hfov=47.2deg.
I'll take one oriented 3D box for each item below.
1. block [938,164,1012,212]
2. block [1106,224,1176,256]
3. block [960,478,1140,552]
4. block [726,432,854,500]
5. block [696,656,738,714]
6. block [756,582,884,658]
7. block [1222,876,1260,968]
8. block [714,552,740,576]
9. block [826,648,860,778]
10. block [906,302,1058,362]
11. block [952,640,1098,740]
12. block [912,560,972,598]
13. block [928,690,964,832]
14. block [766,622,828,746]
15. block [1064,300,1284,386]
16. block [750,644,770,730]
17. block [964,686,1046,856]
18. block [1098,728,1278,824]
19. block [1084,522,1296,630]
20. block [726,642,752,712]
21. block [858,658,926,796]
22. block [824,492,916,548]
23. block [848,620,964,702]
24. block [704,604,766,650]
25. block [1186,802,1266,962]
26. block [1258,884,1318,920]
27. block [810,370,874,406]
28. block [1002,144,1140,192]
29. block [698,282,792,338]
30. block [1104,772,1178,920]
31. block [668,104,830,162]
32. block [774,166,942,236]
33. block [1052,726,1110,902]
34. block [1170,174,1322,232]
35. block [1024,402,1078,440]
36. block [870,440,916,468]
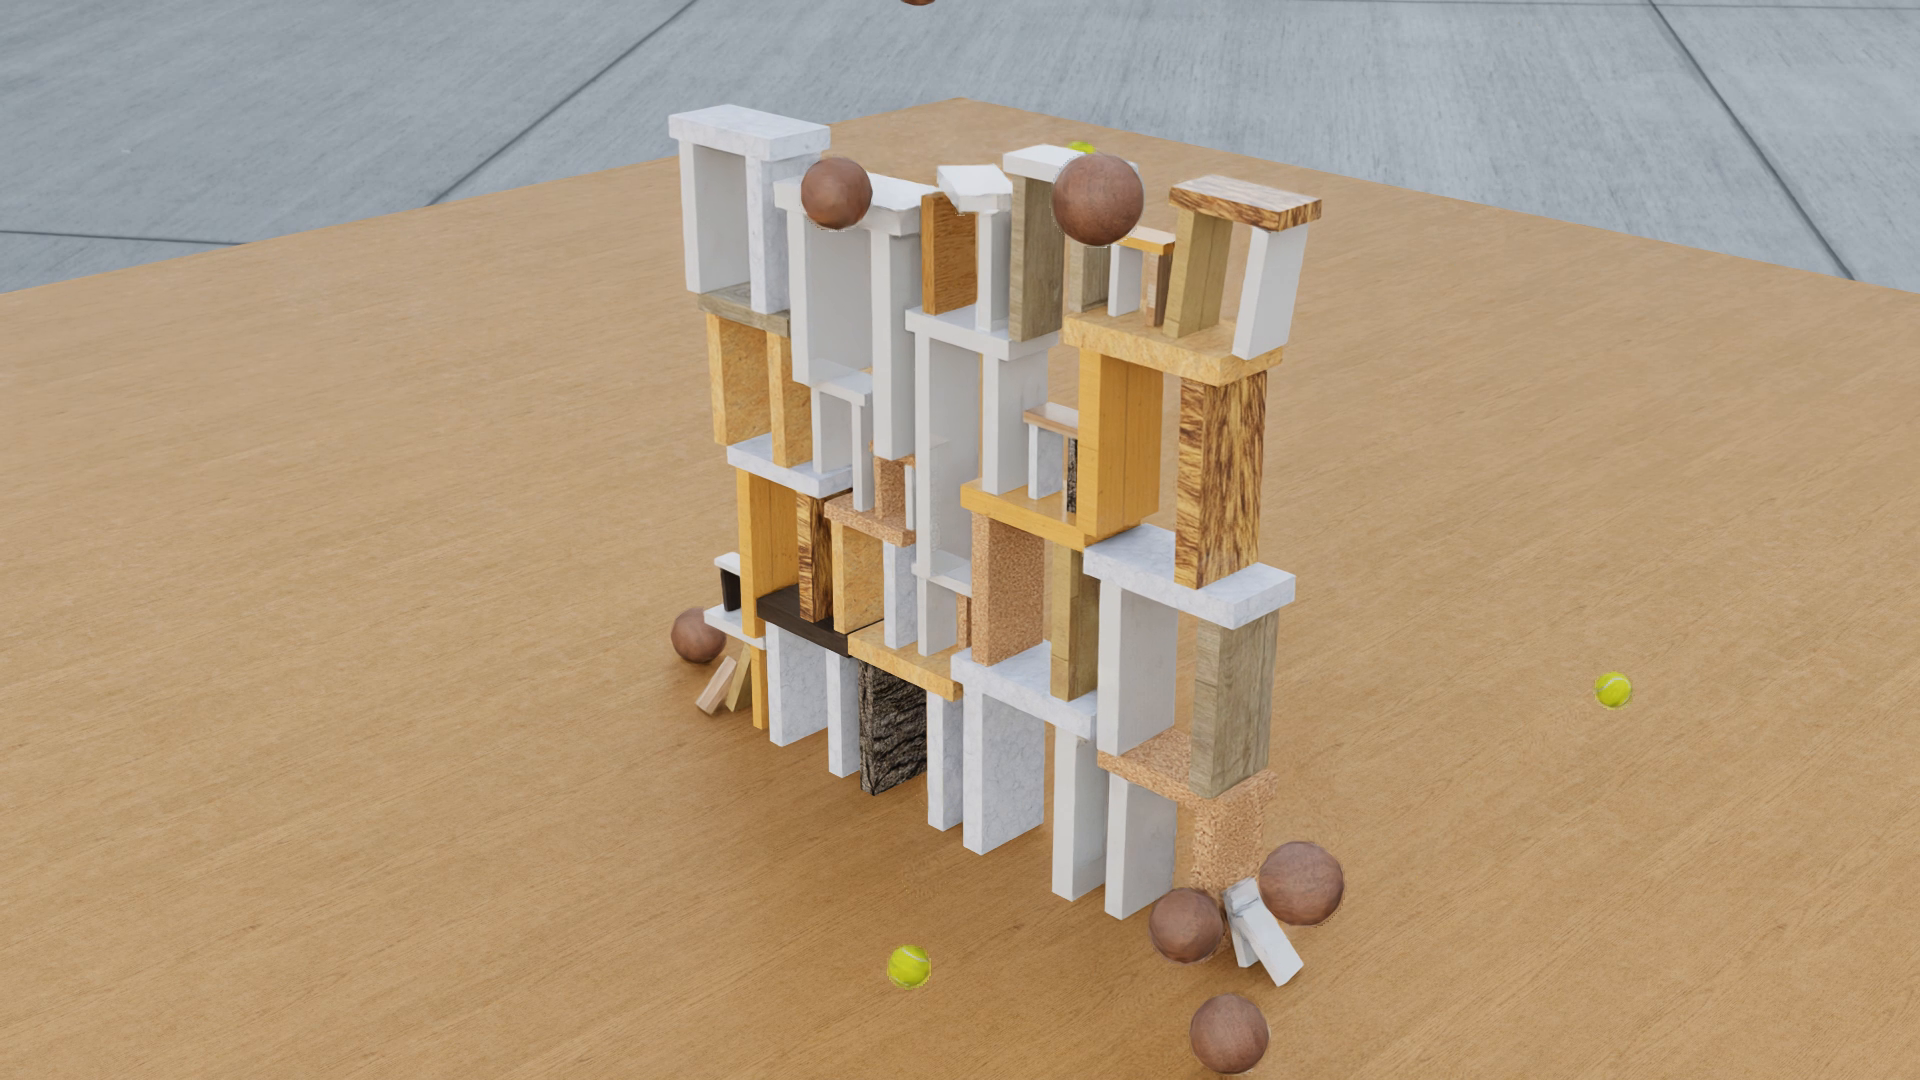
[{"bbox_3d":[0.032,-0.632,3.947,0.108,0.031,0.217,-4,23,-10],"label":"block"},{"bbox_3d":[0.313,-0.502,3.675,0.063,0.018,0.126,-21,30,-39],"label":"block"},{"bbox_3d":[0.164,-0.061,4.024,0.153,0.043,0.307,-21,31,-41],"label":"block"},{"bbox_3d":[-0.333,-0.159,4.523,0.283,0.040,0.141,21,31,40],"label":"block"},{"bbox_3d":[-0.532,0.320,4.860,0.018,0.128,0.064,37,-5,-28],"label":"block"},{"bbox_3d":[-0.277,0.163,4.592,0.286,0.041,0.143,21,31,41],"label":"block"},{"bbox_3d":[0.517,0.688,3.958,0.072,0.143,0.020,-21,11,-40],"label":"block"},{"bbox_3d":[-0.478,0.055,4.761,0.105,0.015,0.053,22,31,39],"label":"block"},{"bbox_3d":[-0.210,0.340,4.594,0.041,0.286,0.143,21,31,41],"label":"block"},{"bbox_3d":[0.039,-0.388,4.017,0.264,0.037,0.132,21,31,41],"label":"block"},{"bbox_3d":[0.172,0.268,4.155,0.355,0.050,0.178,21,31,40],"label":"block"},{"bbox_3d":[-0.006,0.066,4.266,0.084,0.024,0.168,-21,31,-40],"label":"block"},{"bbox_3d":[0.004,0.417,4.393,0.043,0.301,0.150,21,31,41],"label":"block"},{"bbox_3d":[-0.345,0.287,4.718,0.041,0.286,0.143,21,31,41],"label":"block"},{"bbox_3d":[0.356,-0.337,3.693,0.337,0.048,0.168,21,31,41],"label":"block"},{"bbox_3d":[-0.406,0.305,4.789,0.028,0.198,0.099,21,31,40],"label":"block"},{"bbox_3d":[0.087,0.422,4.310,0.178,0.355,0.050,-21,31,-41],"label":"block"},{"bbox_3d":[0.409,0.415,3.967,0.148,0.042,0.297,-21,31,-40],"label":"block"},{"bbox_3d":[0.396,0.059,3.827,0.168,0.048,0.337,-21,31,-41],"label":"block"},{"bbox_3d":[-0.448,0.287,4.838,0.099,0.198,0.028,-22,55,-41],"label":"block"},{"bbox_3d":[-0.138,0.362,4.524,0.043,0.301,0.150,21,31,41],"label":"block"},{"bbox_3d":[-0.152,-0.046,4.370,0.226,0.032,0.113,21,31,40],"label":"block"},{"bbox_3d":[-0.067,0.231,4.391,0.301,0.043,0.150,21,31,41],"label":"block"},{"bbox_3d":[-0.456,0.182,4.788,0.198,0.028,0.099,21,31,40],"label":"block"},{"bbox_3d":[0.480,0.600,3.965,0.148,0.297,0.042,-21,32,-40],"label":"block"},{"bbox_3d":[0.591,0.683,4.124,0.143,0.020,0.072,-8,24,-18],"label":"block"},{"bbox_3d":[-0.214,-0.306,4.334,0.088,0.025,0.176,-21,31,-40],"label":"block"},{"bbox_3d":[0.188,-0.635,3.748,0.214,0.030,0.107,21,31,40],"label":"block"},{"bbox_3d":[-0.388,-0.472,4.444,0.279,0.040,0.139,21,31,41],"label":"block"},{"bbox_3d":[0.339,0.545,4.095,0.042,0.297,0.148,22,31,40],"label":"block"},{"bbox_3d":[-0.416,-0.803,4.328,0.154,0.044,0.309,-22,31,-41],"label":"block"},{"bbox_3d":[-0.172,-0.640,4.142,0.344,0.049,0.172,20,30,41],"label":"block"},{"bbox_3d":[0.256,0.488,4.156,0.050,0.355,0.178,21,31,40],"label":"block"},{"bbox_3d":[0.453,-0.538,3.498,0.110,0.031,0.220,-22,32,-40],"label":"block"},{"bbox_3d":[0.190,-0.213,3.936,0.142,0.020,0.071,21,31,40],"label":"block"},{"bbox_3d":[-0.107,-0.173,4.267,0.131,0.019,0.066,21,30,40],"label":"block"}]
